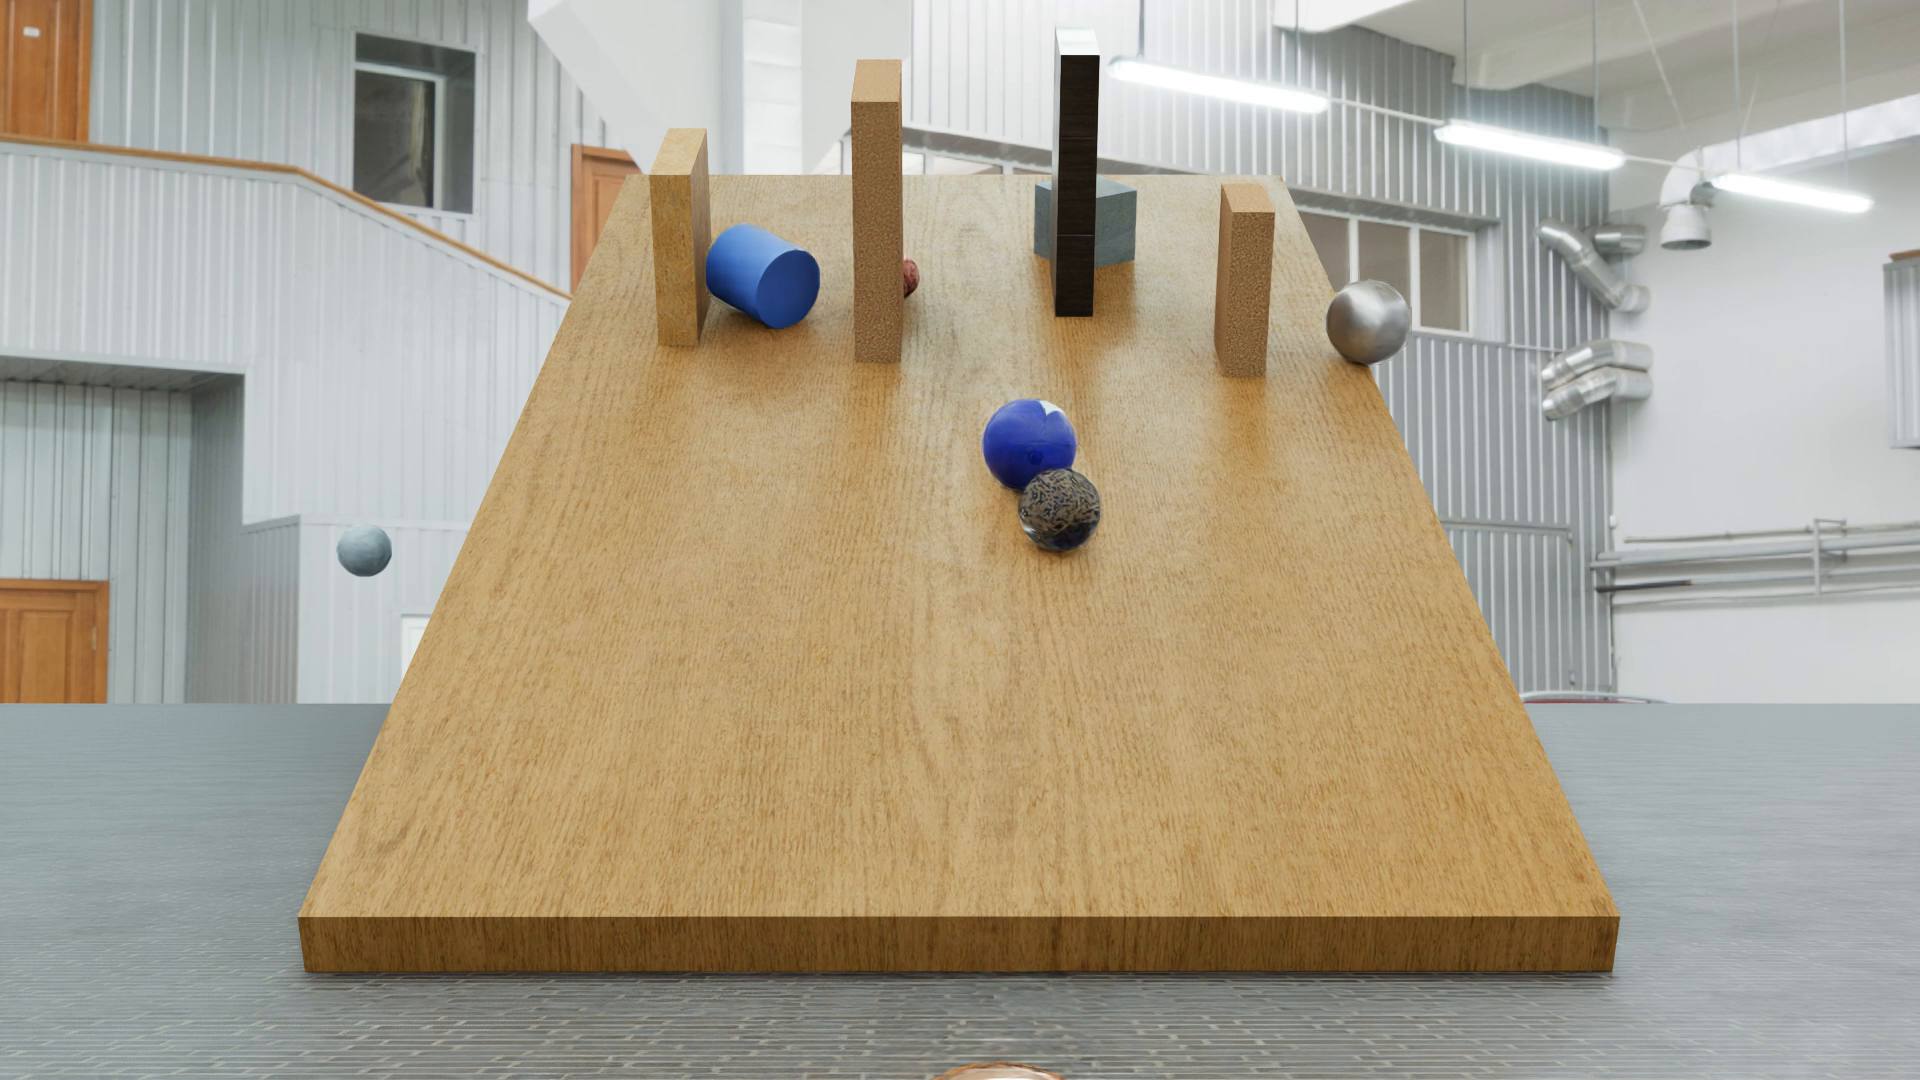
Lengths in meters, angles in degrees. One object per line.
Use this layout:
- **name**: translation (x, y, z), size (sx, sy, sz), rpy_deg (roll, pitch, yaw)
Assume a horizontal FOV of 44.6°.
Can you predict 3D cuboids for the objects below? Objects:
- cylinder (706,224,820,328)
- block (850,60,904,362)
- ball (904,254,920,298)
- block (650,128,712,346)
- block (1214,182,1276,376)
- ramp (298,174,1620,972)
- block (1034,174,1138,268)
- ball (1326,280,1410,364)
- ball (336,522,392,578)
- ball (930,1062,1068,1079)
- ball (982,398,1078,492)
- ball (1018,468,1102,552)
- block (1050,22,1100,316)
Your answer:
- **cylinder**: translation (-0.500, -0.670, 5.929), size (0.208, 0.208, 0.208), rpy_deg (30, 17, 38)
- **block**: translation (-0.199, -0.810, 5.739), size (0.110, 0.644, 0.416), rpy_deg (0, 25, 0)
- **ball**: translation (-0.164, -0.687, 6.093), size (0.121, 0.121, 0.121), rpy_deg (0, -4, 0)
- **block**: translation (-0.698, -0.769, 5.896), size (0.098, 0.434, 0.425), rpy_deg (0, 25, 0)
- **block**: translation (0.682, -0.628, 5.632), size (0.099, 0.408, 0.245), rpy_deg (0, 25, 0)
- **ramp**: translation (-0.009, -0.229, 5.373), size (2.000, 0.100, 4.000), rpy_deg (0, 25, 0)
- **block**: translation (0.341, -0.868, 6.394), size (0.199, 0.199, 0.199), rpy_deg (-15, 29, -30)
- **ball**: translation (0.987, -0.527, 5.660), size (0.204, 0.204, 0.204), rpy_deg (0, -4, 0)
- **ball**: translation (-1.456, 0.025, 5.725), size (0.133, 0.133, 0.133), rpy_deg (0, -4, 0)
- **ball**: translation (0.025, 0.425, 1.478), size (0.187, 0.187, 0.187), rpy_deg (0, -4, 0)
- **ball**: translation (0.147, -0.201, 4.956), size (0.201, 0.201, 0.201), rpy_deg (0, -4, 0)
- **ball**: translation (0.200, -0.061, 4.694), size (0.168, 0.168, 0.168), rpy_deg (0, -4, 0)
- **block**: translation (0.292, -0.952, 6.008), size (0.096, 0.675, 0.353), rpy_deg (0, 25, 0)
